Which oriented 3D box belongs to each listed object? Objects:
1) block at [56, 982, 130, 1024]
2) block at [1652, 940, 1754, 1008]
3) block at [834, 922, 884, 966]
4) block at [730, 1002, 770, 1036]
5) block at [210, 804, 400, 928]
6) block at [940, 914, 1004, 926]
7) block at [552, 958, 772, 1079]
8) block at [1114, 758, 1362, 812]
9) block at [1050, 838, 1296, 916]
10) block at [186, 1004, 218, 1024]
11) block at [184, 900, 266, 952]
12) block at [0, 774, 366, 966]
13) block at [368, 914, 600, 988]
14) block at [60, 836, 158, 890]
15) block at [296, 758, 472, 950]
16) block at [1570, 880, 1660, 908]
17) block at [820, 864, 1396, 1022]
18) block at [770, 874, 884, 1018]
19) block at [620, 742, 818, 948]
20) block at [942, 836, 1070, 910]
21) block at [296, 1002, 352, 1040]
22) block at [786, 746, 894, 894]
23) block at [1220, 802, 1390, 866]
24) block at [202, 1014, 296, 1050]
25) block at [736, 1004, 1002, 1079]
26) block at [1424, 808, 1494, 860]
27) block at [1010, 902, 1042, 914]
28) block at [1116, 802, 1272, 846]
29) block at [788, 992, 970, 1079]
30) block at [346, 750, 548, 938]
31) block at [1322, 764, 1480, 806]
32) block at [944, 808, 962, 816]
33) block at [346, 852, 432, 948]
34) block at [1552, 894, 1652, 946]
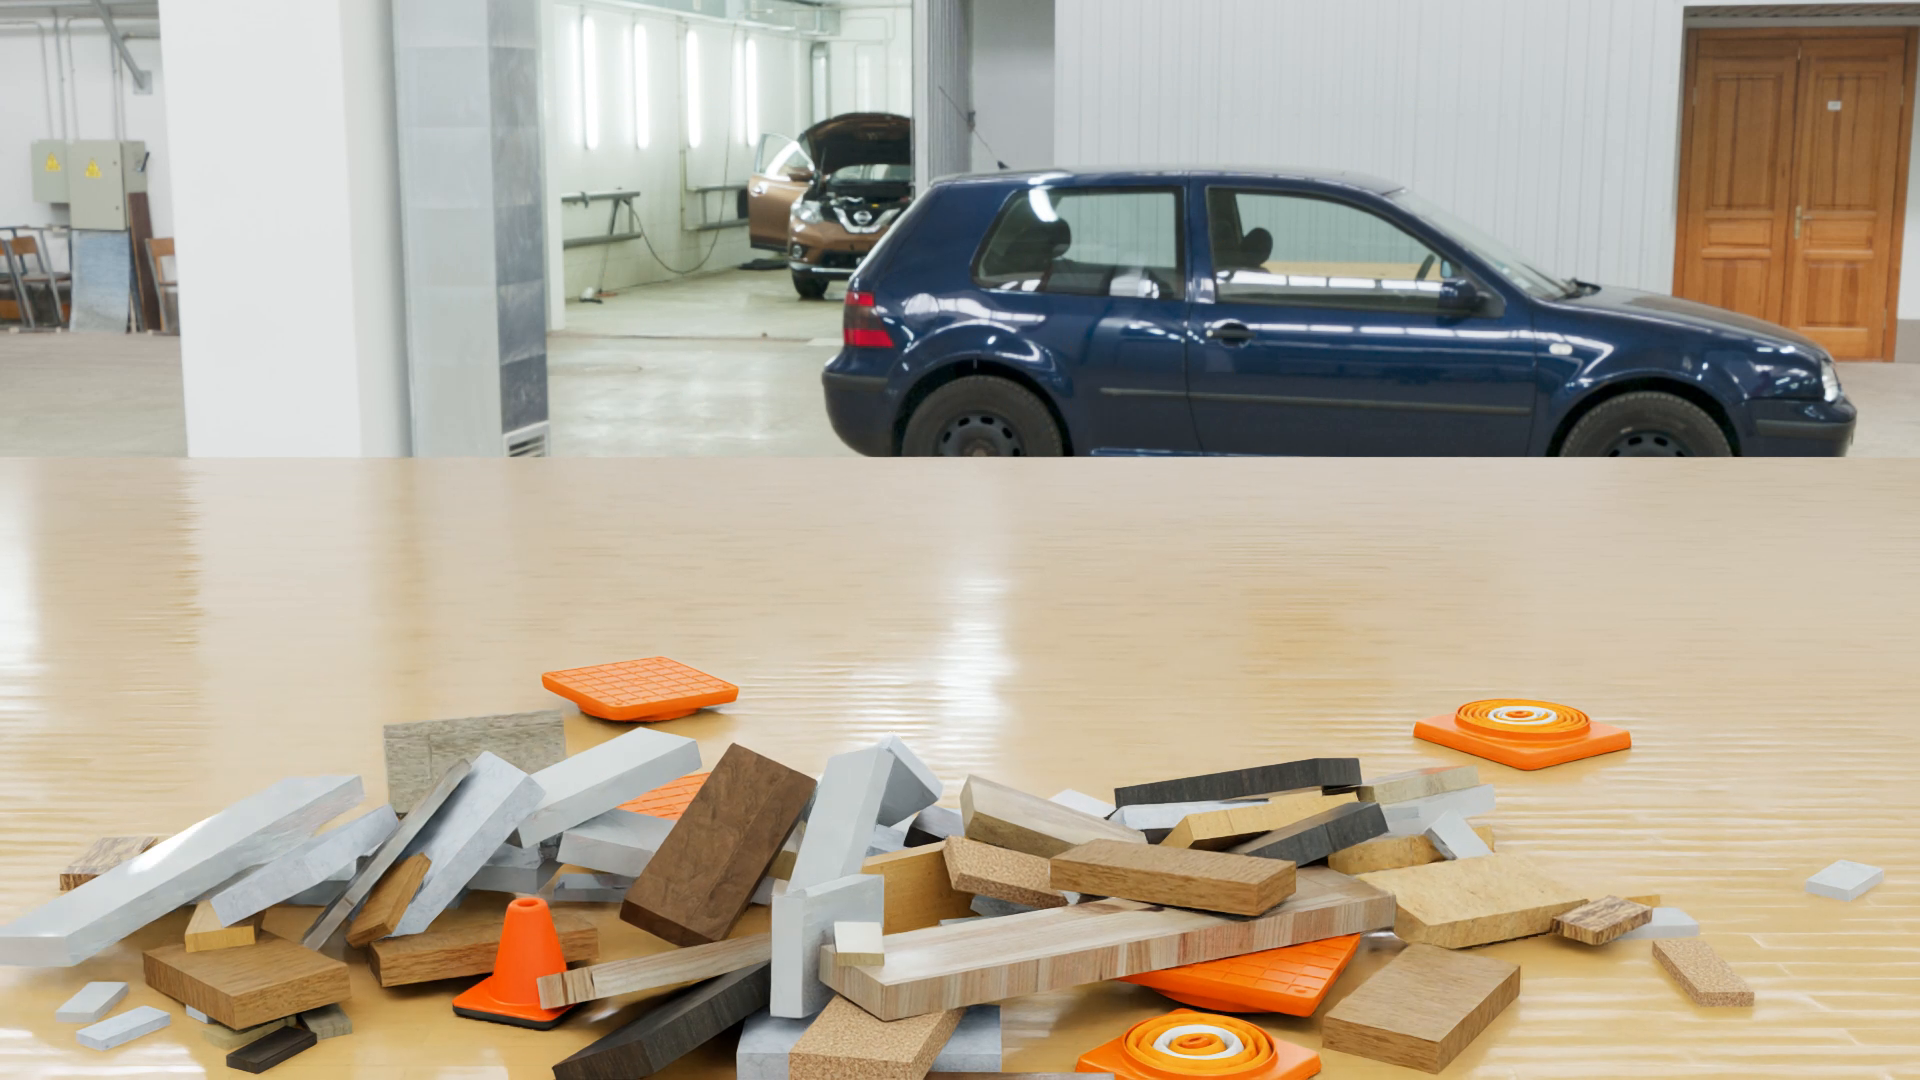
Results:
[{"bbox_3d":[-1.259,0.671,3.191,0.057,0.016,0.113,1,11,4],"label":"block"},{"bbox_3d":[1.111,0.648,3.295,0.080,0.023,0.210,0,11,-1],"label":"block"},{"bbox_3d":[-0.138,0.551,3.005,0.064,0.018,0.128,2,9,-5],"label":"block"},{"bbox_3d":[-0.266,0.678,3.145,0.128,0.018,0.064,-6,12,-30],"label":"block"},{"bbox_3d":[-1.010,0.502,3.418,0.165,0.047,0.330,-25,3,10],"label":"block"},{"bbox_3d":[0.042,0.629,3.378,0.104,0.029,0.208,-3,11,-14],"label":"block"},{"bbox_3d":[-0.383,0.659,2.986,0.164,0.047,0.329,-23,-2,31],"label":"block"},{"bbox_3d":[0.494,0.441,3.928,0.408,0.047,0.167,-13,-12,33],"label":"block"},{"bbox_3d":[0.324,0.509,3.340,0.333,0.047,0.167,3,5,29],"label":"block"},{"bbox_3d":[-1.055,0.671,3.188,0.057,0.016,0.113,9,14,41],"label":"block"},{"bbox_3d":[-1.119,0.583,3.358,0.098,0.028,0.195,-6,7,-12],"label":"block"},{"bbox_3d":[-1.244,0.522,3.554,0.165,0.047,0.681,-5,13,25],"label":"block"},{"bbox_3d":[-0.720,0.617,3.320,0.319,0.045,0.159,-4,0,-21],"label":"block"},{"bbox_3d":[-1.462,0.555,3.782,0.098,0.028,0.195,0,11,-1],"label":"block"},{"bbox_3d":[-0.905,0.500,3.438,0.080,0.023,0.406,-33,17,49],"label":"block"},{"bbox_3d":[1.067,0.588,3.624,0.147,0.021,0.073,-3,11,-14],"label":"block"},{"bbox_3d":[0.239,0.575,3.201,0.921,0.049,0.171,-3,10,-33],"label":"block"},{"bbox_3d":[-0.185,0.574,3.137,0.045,0.160,0.320,0,-2,18],"label":"block"},{"bbox_3d":[-0.379,0.490,3.515,0.159,0.045,0.417,24,35,6],"label":"block"},{"bbox_3d":[0.132,0.544,3.487,0.318,0.029,0.104,16,22,-18],"label":"block"},{"bbox_3d":[-0.908,0.681,3.133,0.057,0.016,0.113,-6,12,-29],"label":"block"},{"bbox_3d":[-0.197,0.480,3.455,0.035,0.317,0.124,37,-35,-31],"label":"block"},{"bbox_3d":[0.508,0.508,3.572,0.343,0.049,0.171,-19,-4,-7],"label":"block"},{"bbox_3d":[-1.002,0.687,3.101,0.057,0.016,0.113,8,13,36],"label":"block"},{"bbox_3d":[-0.120,0.689,3.006,0.352,0.047,0.164,0,11,0],"label":"block"},{"bbox_3d":[0.847,0.523,3.668,0.073,0.147,0.021,-29,-17,-42],"label":"block"},{"bbox_3d":[0.183,0.575,3.557,0.111,0.031,0.222,29,22,22],"label":"block"},{"bbox_3d":[0.402,0.504,3.818,0.264,0.037,0.132,-2,-30,-10],"label":"block"},{"bbox_3d":[-0.086,0.640,2.999,0.160,0.045,0.481,2,8,13],"label":"block"},{"bbox_3d":[-0.818,0.493,3.479,0.339,0.048,0.170,-49,32,-17],"label":"block"},{"bbox_3d":[0.796,0.445,3.967,0.264,0.037,0.132,-6,-4,-35],"label":"block"},{"bbox_3d":[0.011,0.514,4.024,0.144,0.020,0.072,1,11,6],"label":"block"},{"bbox_3d":[-0.875,0.551,3.369,0.080,0.023,0.160,-24,25,24],"label":"block"},{"bbox_3d":[1.009,0.596,3.451,0.159,0.023,0.080,-9,14,-41],"label":"block"}]
